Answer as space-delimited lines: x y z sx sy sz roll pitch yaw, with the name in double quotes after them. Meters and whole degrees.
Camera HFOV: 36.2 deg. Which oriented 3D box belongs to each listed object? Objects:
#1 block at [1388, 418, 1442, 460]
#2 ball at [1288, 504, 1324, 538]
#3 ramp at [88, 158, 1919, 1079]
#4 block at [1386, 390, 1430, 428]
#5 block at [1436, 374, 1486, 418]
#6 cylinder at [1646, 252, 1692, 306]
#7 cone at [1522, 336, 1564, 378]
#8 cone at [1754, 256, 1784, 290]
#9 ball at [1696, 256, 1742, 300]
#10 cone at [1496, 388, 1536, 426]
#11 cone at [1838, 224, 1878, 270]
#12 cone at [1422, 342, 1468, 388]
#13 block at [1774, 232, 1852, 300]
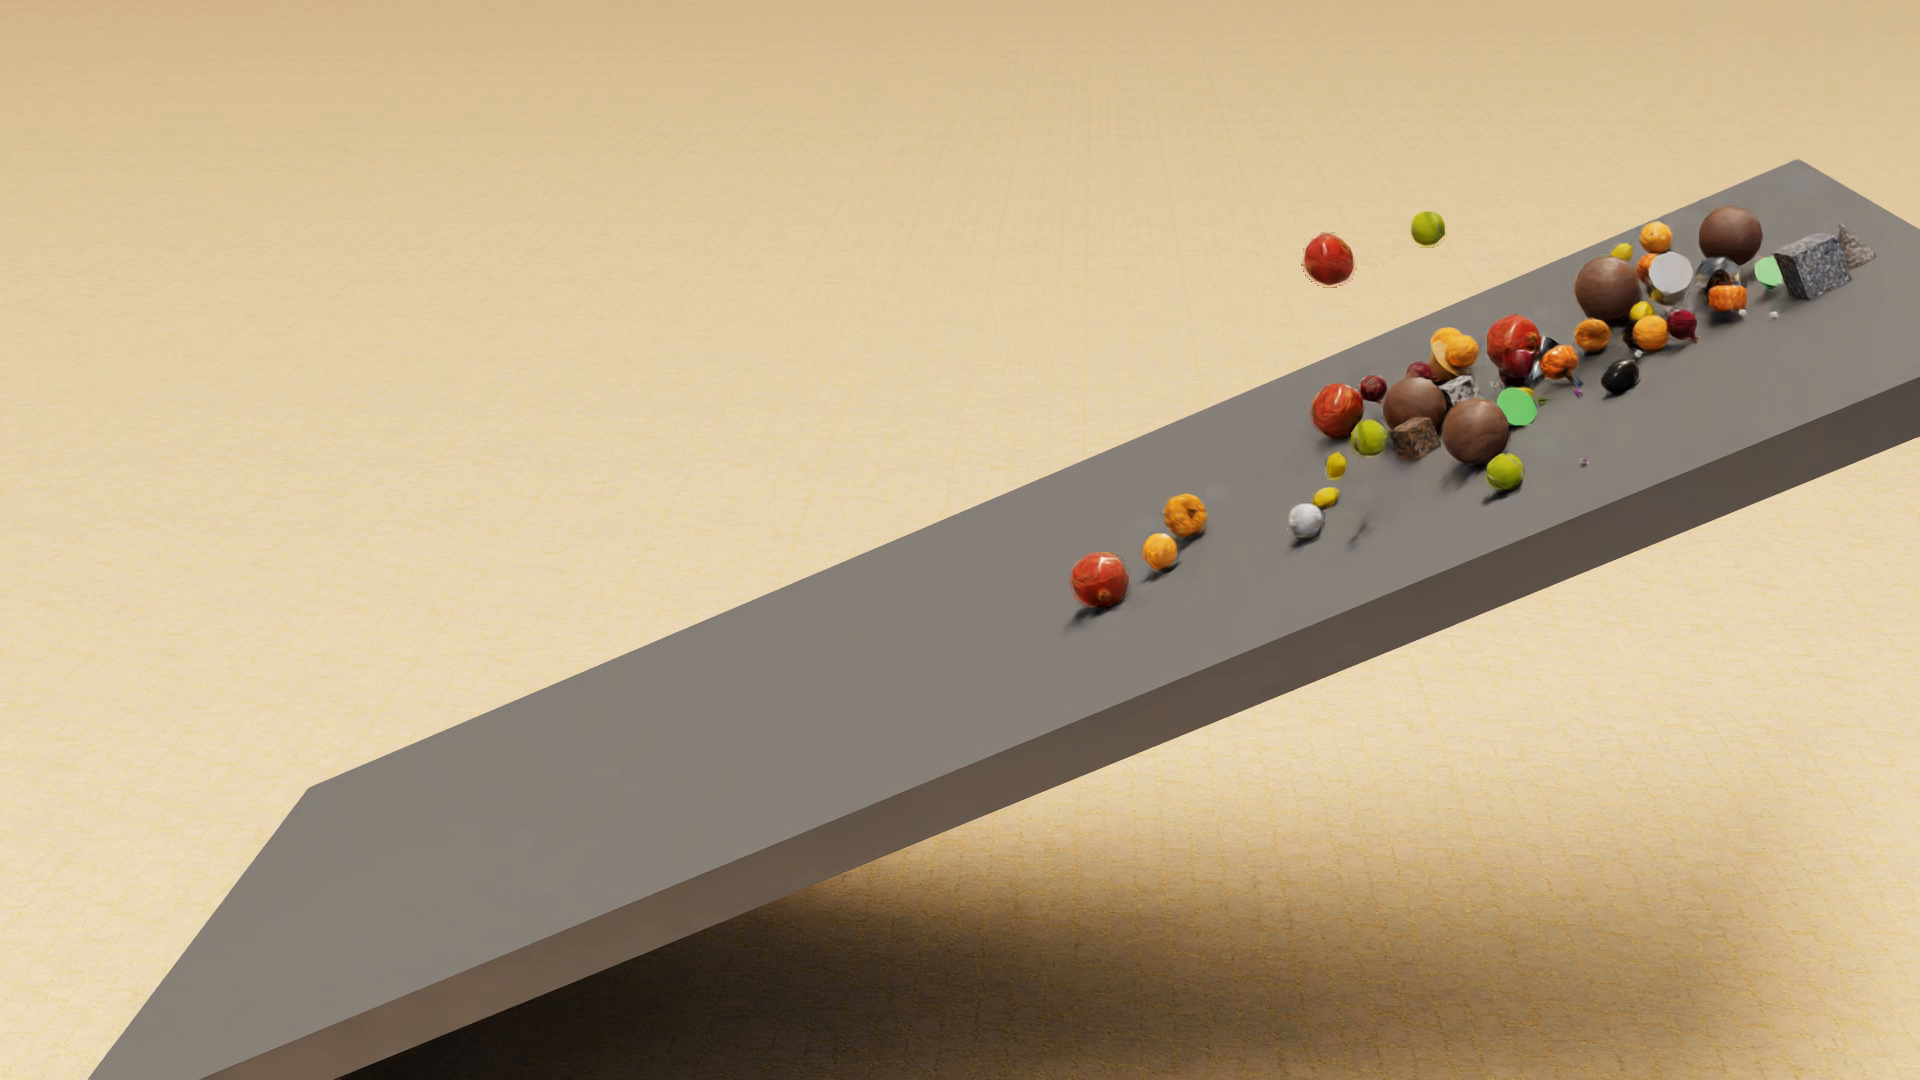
0.922 -0.205 5.957 0.064 0.064 0.064 -30 14 -23 "block"
0.674 -0.037 5.732 0.068 0.068 0.068 0 15 0 "ball"
0.132 0.170 6.284 4.000 0.100 2.000 -23 13 8 "ramp"
0.940 -0.265 6.165 0.065 0.065 0.065 -19 14 24 "block"
1.040 -0.299 6.116 0.064 0.064 0.064 -26 13 -7 "block"
1.457 -0.536 6.041 0.087 0.087 0.087 3 -13 10 "cylinder"
1.196 -0.360 6.083 0.089 0.089 0.089 6 43 22 "cone"
1.639 -0.524 5.949 0.070 0.070 0.070 -4 59 7 "cone"
1.559 -0.540 6.049 0.092 0.092 0.092 0 15 0 "ball"
1.092 -0.246 5.866 0.085 0.085 0.085 -5 -22 -18 "cone"
1.778 -0.596 5.889 0.088 0.088 0.088 -23 13 6 "cone"
1.039 -0.363 6.422 0.099 0.099 0.099 25 39 -22 "cone"
1.688 -0.542 5.823 0.096 0.096 0.096 -25 13 -2 "block"
